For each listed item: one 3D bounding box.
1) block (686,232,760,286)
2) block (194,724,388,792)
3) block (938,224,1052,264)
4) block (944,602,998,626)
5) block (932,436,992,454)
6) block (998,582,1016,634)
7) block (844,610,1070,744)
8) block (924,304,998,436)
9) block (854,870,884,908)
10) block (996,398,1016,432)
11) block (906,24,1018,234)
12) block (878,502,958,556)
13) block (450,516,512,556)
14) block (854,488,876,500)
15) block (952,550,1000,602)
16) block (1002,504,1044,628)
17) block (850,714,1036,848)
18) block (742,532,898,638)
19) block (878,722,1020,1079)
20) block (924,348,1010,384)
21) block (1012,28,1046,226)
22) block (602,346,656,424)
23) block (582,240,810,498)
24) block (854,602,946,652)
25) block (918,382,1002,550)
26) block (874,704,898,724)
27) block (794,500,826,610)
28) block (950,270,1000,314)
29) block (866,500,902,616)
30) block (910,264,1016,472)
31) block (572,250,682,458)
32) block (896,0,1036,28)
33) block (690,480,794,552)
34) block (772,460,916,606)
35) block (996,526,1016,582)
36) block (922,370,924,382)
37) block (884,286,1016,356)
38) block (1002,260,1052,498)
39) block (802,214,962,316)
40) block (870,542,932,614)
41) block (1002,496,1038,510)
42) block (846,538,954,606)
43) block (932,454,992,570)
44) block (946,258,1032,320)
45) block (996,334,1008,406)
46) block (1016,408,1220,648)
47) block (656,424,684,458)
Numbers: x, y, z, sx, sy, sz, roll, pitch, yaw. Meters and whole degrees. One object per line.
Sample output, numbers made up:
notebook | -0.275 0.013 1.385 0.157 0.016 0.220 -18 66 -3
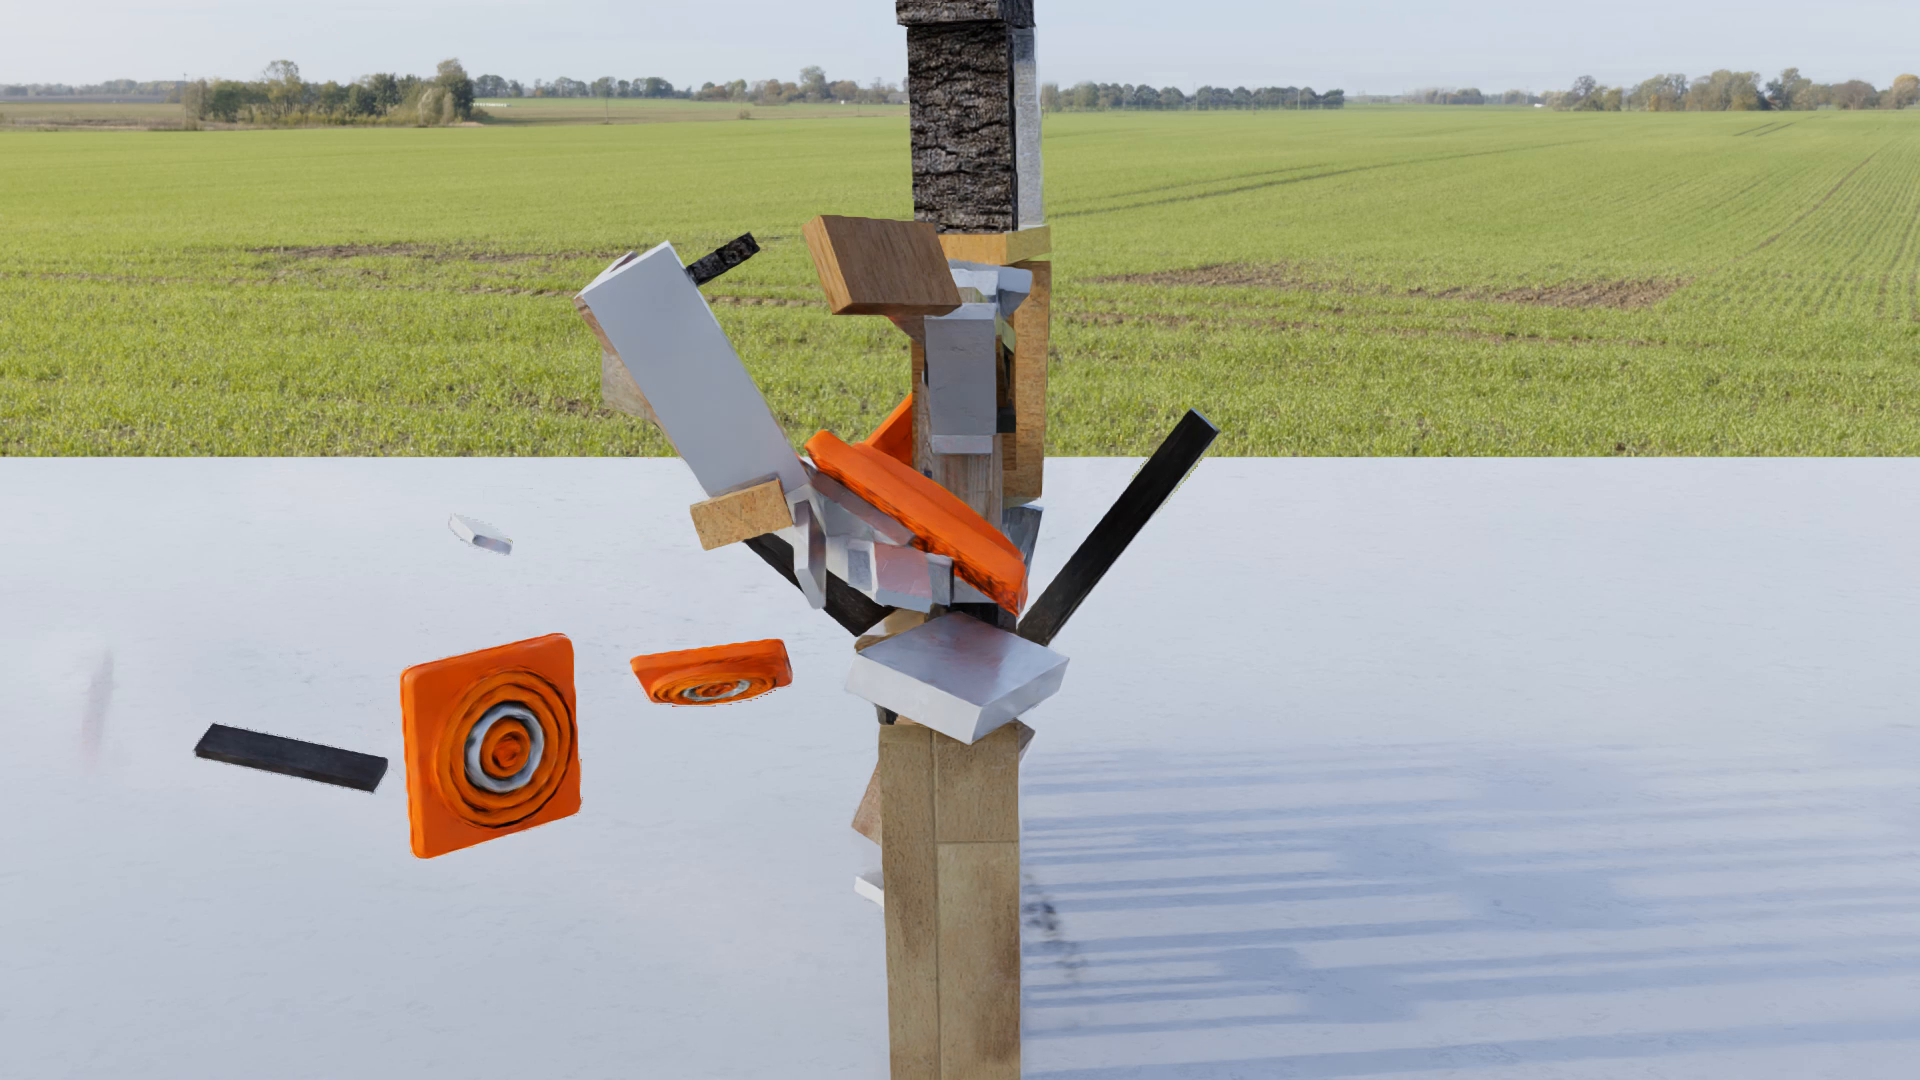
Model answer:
block | -0.374 -0.355 3.007 0.200 0.028 0.100 -31 8 -12
block | -1.006 0.327 3.312 0.278 0.017 0.060 11 34 4
block | 0.036 -0.524 3.898 0.179 0.051 0.357 1 11 14
block | -0.002 0.204 3.368 0.120 0.239 0.034 0 13 0
block | 0.004 -0.160 3.409 0.091 0.026 0.182 0 11 0
block | 0.017 0.199 3.620 0.143 0.286 0.041 0 14 -3
block | 0.003 0.168 2.776 0.171 0.048 0.342 22 14 17
block | 0.003 -0.246 3.219 0.099 0.028 0.288 0 -31 2
block | -0.068 0.507 3.118 0.082 0.023 0.165 -6 16 -37
block | 0.035 -0.197 3.455 0.099 0.028 0.198 0 11 -1
block | 0.005 -0.705 3.778 0.174 0.348 0.049 1 11 15
block | -0.075 -0.003 3.331 0.126 0.063 0.018 26 5 0
block | -0.706 -0.007 3.240 0.060 0.017 0.121 18 4 -30
block | -0.165 -0.054 3.278 0.063 0.018 0.126 -26 1 7
block | -0.001 0.055 3.415 0.120 0.034 0.239 0 11 0
block | 0.058 0.193 4.252 0.091 0.561 0.026 12 18 2
block | -0.028 0.332 3.034 0.171 0.342 0.048 32 46 9
block | -0.192 0.023 3.111 0.115 0.260 0.033 -36 30 22
block | -0.010 0.480 2.812 0.171 0.530 0.048 -1 24 0
block | 0.009 -0.293 3.657 0.135 0.038 0.271 0 10 -1
block | 0.059 -0.747 3.998 0.174 0.348 0.049 -1 10 10
block | -0.402 -0.206 3.037 0.200 0.100 0.028 20 37 20
block | -0.333 -0.196 2.803 0.125 0.355 0.035 -29 20 4
block | -0.085 0.129 3.200 0.103 0.029 0.205 -18 8 10
block | -0.001 -0.119 3.573 0.135 0.271 0.038 0 -1 -1
block | -0.048 0.331 3.202 0.103 0.369 0.029 -19 16 -26
block | -0.193 0.018 2.842 0.020 0.069 0.138 -16 39 9
block | -0.007 -0.376 3.561 0.138 0.039 0.275 3 -11 2
block | -0.123 0.028 3.241 0.063 0.165 0.018 -26 7 15
block | 0.005 -0.297 3.821 0.179 0.357 0.051 -1 0 -3
block | -0.398 -0.245 2.893 0.035 0.249 0.125 -22 20 33
block | 0.014 -0.924 3.853 0.174 0.049 0.348 -1 10 13
block | -0.282 -0.032 2.834 0.121 0.060 0.017 -16 19 3
block | -0.172 -0.020 2.922 0.230 0.115 0.033 33 44 16
block | 0.015 0.021 3.678 0.143 0.041 0.286 0 10 -2
block | 0.003 -0.152 3.751 0.135 0.271 0.038 0 0 -2
block | -0.012 -0.335 3.387 0.138 0.039 0.457 2 -2 9
block | 0.070 -0.298 4.031 0.179 0.430 0.051 3 7 6
block | -0.101 -0.365 2.937 0.035 0.125 0.249 -26 -10 34
block | -0.074 0.046 2.740 0.069 0.020 0.138 12 23 -10
block | 0.061 -0.080 4.108 0.091 0.026 0.183 9 14 31
block | -0.077 0.042 2.850 0.138 0.069 0.020 11 43 11
block | 0.003 -0.045 3.363 0.091 0.182 0.026 0 9 -1
block | 0.015 -0.397 3.646 0.138 0.039 0.275 6 -12 -12
block | 0.019 -0.257 3.358 0.099 0.028 0.198 1 -21 5
block | 0.255 0.040 4.234 0.070 0.722 0.020 43 24 12
block | -0.337 -0.126 3.165 0.100 0.310 0.028 -45 19 -19
